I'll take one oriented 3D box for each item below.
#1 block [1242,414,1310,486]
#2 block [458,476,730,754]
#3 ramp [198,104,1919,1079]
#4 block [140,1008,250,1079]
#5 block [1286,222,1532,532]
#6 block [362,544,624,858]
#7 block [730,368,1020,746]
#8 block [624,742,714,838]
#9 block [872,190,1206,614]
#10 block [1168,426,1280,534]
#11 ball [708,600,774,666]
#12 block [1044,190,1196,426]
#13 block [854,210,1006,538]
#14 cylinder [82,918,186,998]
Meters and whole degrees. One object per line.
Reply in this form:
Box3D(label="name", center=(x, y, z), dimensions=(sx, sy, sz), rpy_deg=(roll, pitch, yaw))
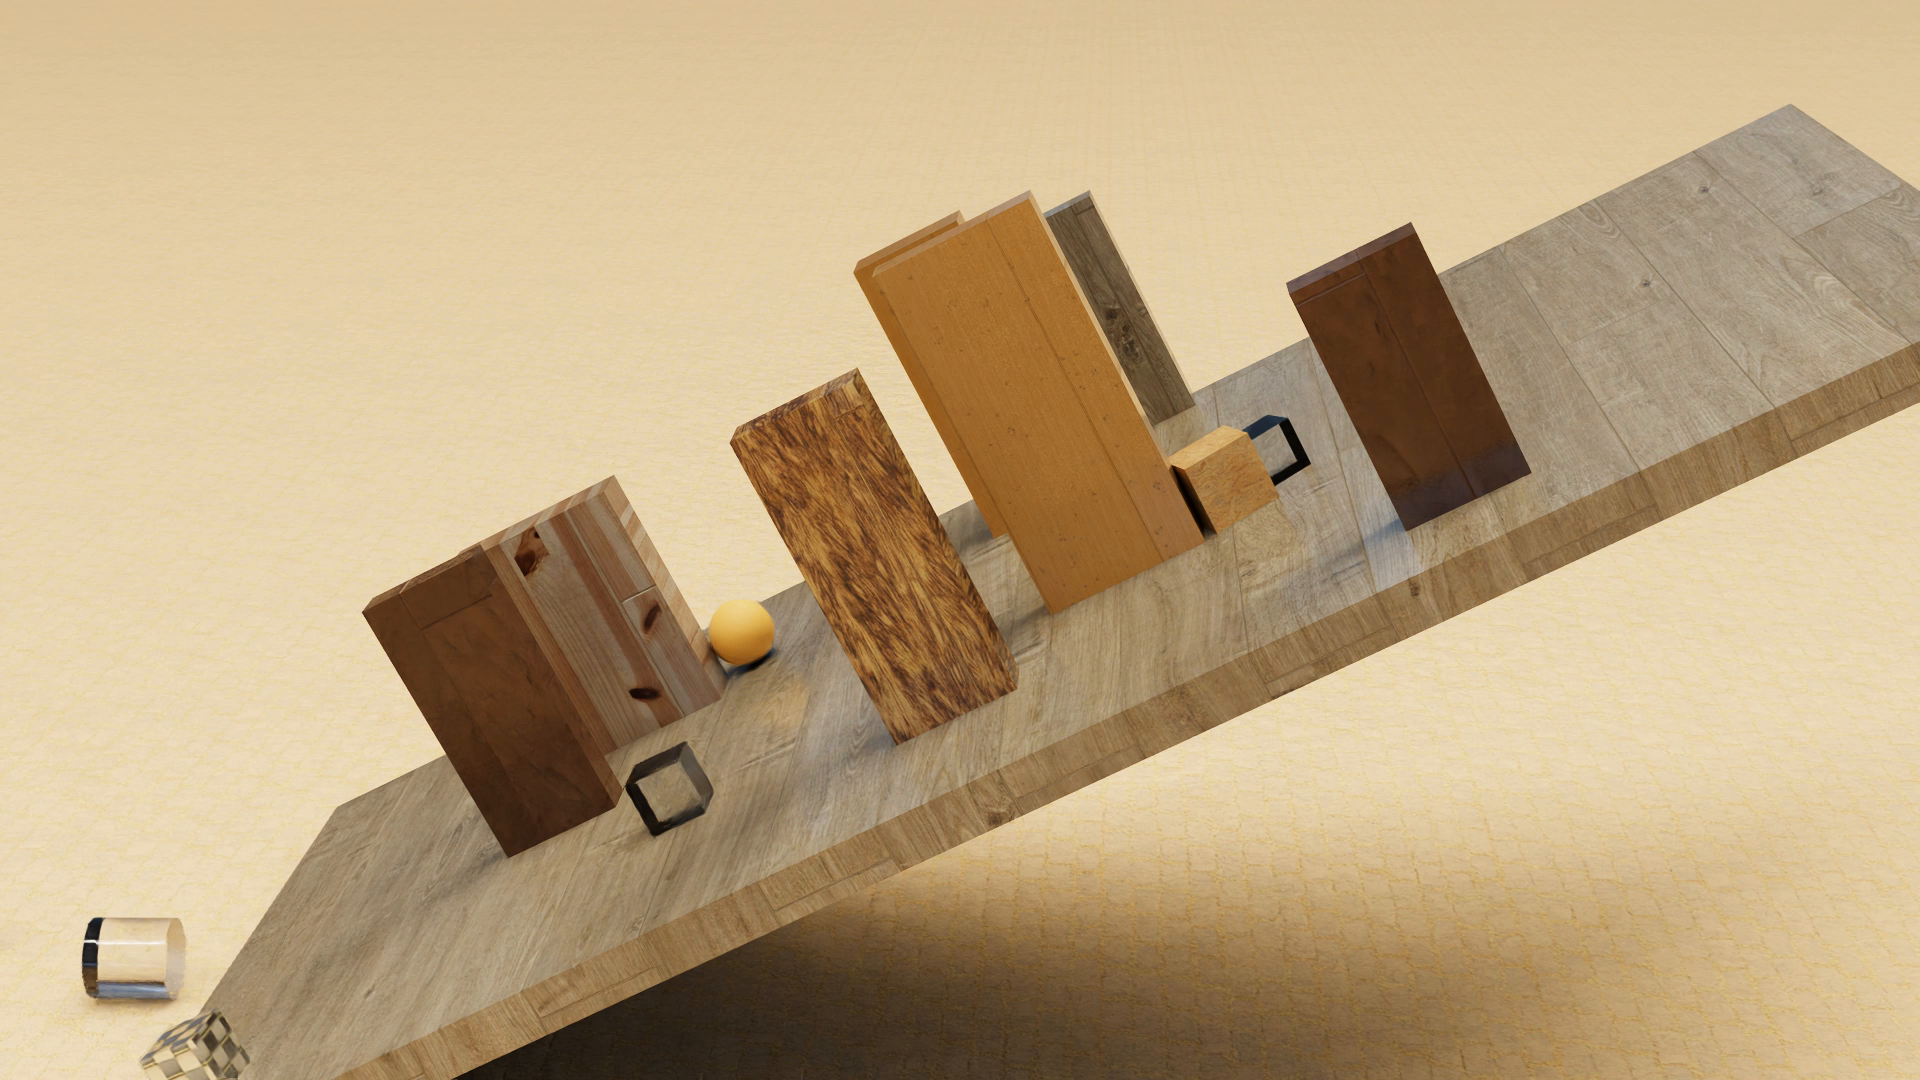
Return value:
Box3D(label="block", center=(0.641, -0.183, 6.132), dimensions=(0.110, 0.110, 0.110), rpy_deg=(-31, 14, -12))
Box3D(label="block", center=(-0.847, 0.194, 6.730), dimensions=(0.410, 0.549, 0.142), rpy_deg=(-26, 14, 10))
Box3D(label="ramp", center=(0.140, 0.167, 6.281), dimensions=(4.000, 0.100, 2.000), rpy_deg=(-26, 14, 10))
Box3D(label="block", center=(-1.526, 1.040, 5.872), dimensions=(0.130, 0.130, 0.130), rpy_deg=(-24, 14, 17))
Box3D(label="block", center=(0.820, -0.297, 5.375), dimensions=(0.251, 0.498, 0.099), rpy_deg=(-26, 14, 10))
Box3D(label="block", center=(-0.998, 0.348, 6.303), dimensions=(0.269, 0.625, 0.099), rpy_deg=(-26, 14, 10))
Box3D(label="block", center=(-0.160, 0.035, 5.687), dimensions=(0.264, 0.683, 0.119), rpy_deg=(-26, 14, 10))
Box3D(label="block", center=(-0.592, 0.508, 6.001), dimensions=(0.122, 0.122, 0.122), rpy_deg=(-25, 14, 12))
Box3D(label="block", center=(0.164, -0.273, 5.950), dimensions=(0.350, 0.789, 0.102), rpy_deg=(-26, 14, 10))
Box3D(label="block", center=(0.535, -0.126, 6.043), dimensions=(0.151, 0.151, 0.151), rpy_deg=(-30, 14, -8))
Box3D(label="ball", center=(-0.507, 0.216, 6.826), dimensions=(0.154, 0.154, 0.154), rpy_deg=(0, 17, 0))
Box3D(label="block", center=(0.277, -0.500, 7.025), dimensions=(0.357, 0.564, 0.086), rpy_deg=(-26, 14, 10))
Box3D(label="block", center=(0.040, -0.378, 6.758), dimensions=(0.264, 0.701, 0.133), rpy_deg=(-26, 14, 10))
Box3D(label="cylinder", center=(-1.881, 0.952, 6.700), dimensions=(0.184, 0.184, 0.184), rpy_deg=(0, 17, 1))
